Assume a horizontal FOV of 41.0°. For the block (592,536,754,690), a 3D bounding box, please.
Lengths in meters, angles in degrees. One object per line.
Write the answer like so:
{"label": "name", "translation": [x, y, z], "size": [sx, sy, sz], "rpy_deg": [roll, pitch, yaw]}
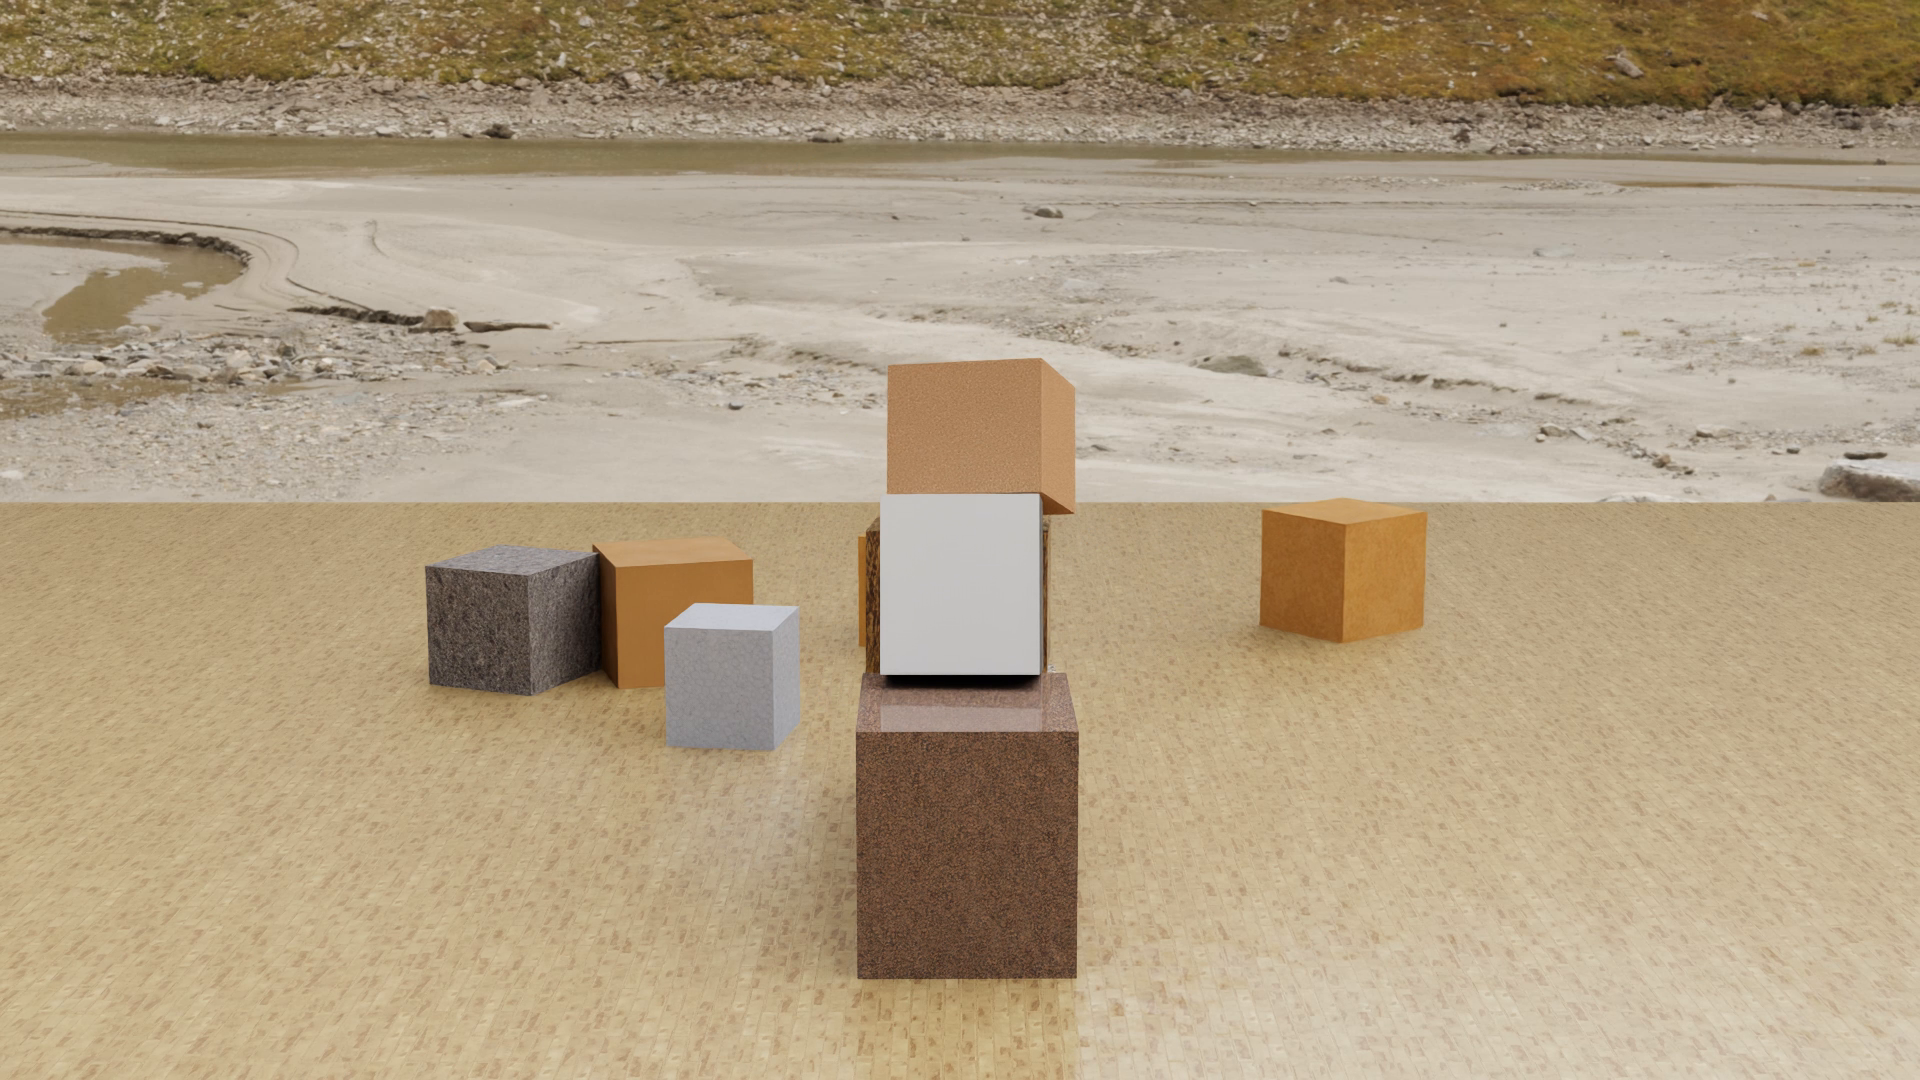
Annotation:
{"label": "block", "translation": [-1.710, 0.419, 15.248], "size": [0.804, 0.719, 0.803], "rpy_deg": [-3, 11, -17]}

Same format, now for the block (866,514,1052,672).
{"label": "block", "translation": [0.006, 0.242, 11.760], "size": [0.806, 0.649, 0.792], "rpy_deg": [1, 7, 3]}

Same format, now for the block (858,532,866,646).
{"label": "block", "translation": [-0.221, 0.270, 16.147], "size": [0.613, 0.692, 0.764], "rpy_deg": [3, 11, 17]}

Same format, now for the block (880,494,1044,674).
{"label": "block", "translation": [0.019, 0.193, 10.938], "size": [0.656, 0.743, 0.766], "rpy_deg": [0, -2, 3]}

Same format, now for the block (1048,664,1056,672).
{"label": "block", "translation": [0.002, 1.056, 11.424], "size": [0.862, 0.836, 0.839], "rpy_deg": [0, 10, 0]}

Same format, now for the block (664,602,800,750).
{"label": "block", "translation": [-1.214, 0.726, 13.770], "size": [0.585, 0.645, 0.631], "rpy_deg": [2, 10, 9]}

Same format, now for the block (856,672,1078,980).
{"label": "block", "translation": [0.023, 1.144, 10.479], "size": [0.862, 1.001, 0.991], "rpy_deg": [0, 10, -1]}

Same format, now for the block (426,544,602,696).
{"label": "block", "translation": [-2.614, 0.459, 15.075], "size": [0.703, 0.703, 0.755], "rpy_deg": [5, 11, 24]}

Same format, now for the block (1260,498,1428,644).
{"label": "block", "translation": [2.455, 0.183, 16.444], "size": [0.756, 0.757, 0.720], "rpy_deg": [-8, 13, -38]}

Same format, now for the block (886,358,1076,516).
{"label": "block", "translation": [0.104, -0.444, 11.484], "size": [0.693, 0.587, 0.695], "rpy_deg": [-2, -8, 15]}
